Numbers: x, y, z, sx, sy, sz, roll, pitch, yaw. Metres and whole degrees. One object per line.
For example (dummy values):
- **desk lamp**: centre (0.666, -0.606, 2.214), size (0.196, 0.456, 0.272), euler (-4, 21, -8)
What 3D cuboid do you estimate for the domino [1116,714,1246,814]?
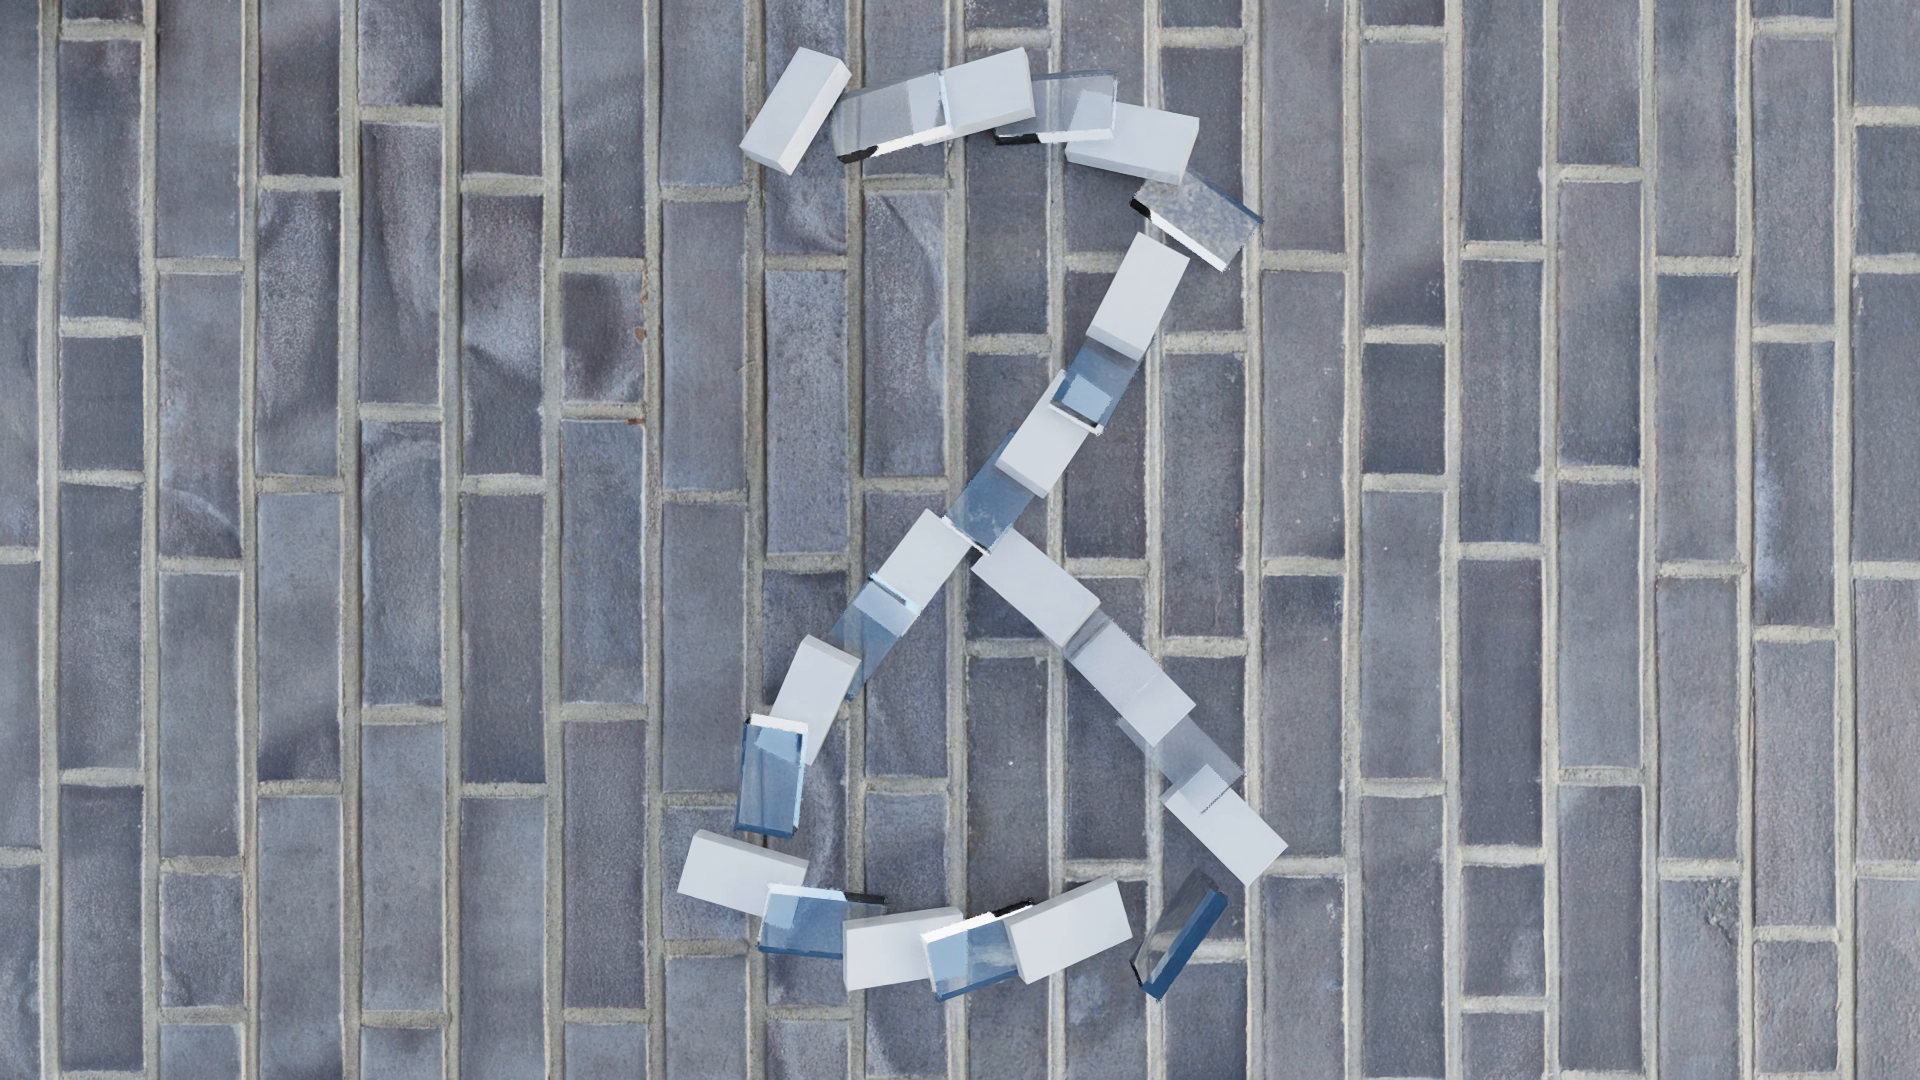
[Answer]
- **domino**: centre (0.093, 0.088, 0.389), size (0.025, 0.010, 0.050), euler (-43, 75, 0)

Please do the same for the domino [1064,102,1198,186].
- **domino**: centre (0.073, -0.170, 0.389), size (0.050, 0.010, 0.025), euler (19, 90, 15)

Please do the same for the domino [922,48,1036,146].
- **domino**: centre (0.005, -0.187, 0.388), size (0.050, 0.009, 0.025), euler (-8, 90, 17)

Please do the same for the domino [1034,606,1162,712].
- **domino**: centre (0.058, 0.045, 0.385), size (0.025, 0.009, 0.050), euler (-45, 71, 0)

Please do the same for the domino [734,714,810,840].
- **domino**: centre (-0.080, 0.100, 0.388), size (0.025, 0.010, 0.050), euler (9, 105, 4)

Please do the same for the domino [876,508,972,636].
- **domino**: centre (-0.019, 0.014, 0.395), size (0.025, 0.009, 0.050), euler (37, 90, 0)

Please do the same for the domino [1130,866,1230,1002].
- **domino**: centre (0.092, 0.166, 0.388), size (0.009, 0.025, 0.050), euler (35, 90, 0)

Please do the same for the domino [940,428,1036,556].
- **domino**: centre (0.017, -0.021, 0.388), size (0.025, 0.009, 0.050), euler (38, 74, 1)

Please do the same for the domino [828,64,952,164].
- **domino**: centre (-0.030, -0.180, 0.389), size (0.050, 0.010, 0.025), euler (-9, 90, 16)

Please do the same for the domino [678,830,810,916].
- **domino**: centre (-0.093, 0.145, 0.395), size (0.050, 0.010, 0.025), euler (16, 90, 0)

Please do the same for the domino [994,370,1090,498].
- **domino**: centre (0.039, -0.045, 0.388), size (0.025, 0.010, 0.050), euler (35, 73, 0)

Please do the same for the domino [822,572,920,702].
- **domino**: centre (-0.042, 0.041, 0.389), size (0.025, 0.009, 0.050), euler (36, 106, 0)

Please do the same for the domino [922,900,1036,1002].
- **domino**: centre (0.011, 0.174, 0.388), size (0.050, 0.010, 0.025), euler (-11, 90, -17)

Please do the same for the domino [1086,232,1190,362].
- **domino**: centre (0.075, -0.103, 0.388), size (0.025, 0.010, 0.050), euler (28, 74, 0)

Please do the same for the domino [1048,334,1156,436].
- **domino**: centre (0.060, -0.072, 0.388), size (0.025, 0.009, 0.050), euler (30, 73, 0)

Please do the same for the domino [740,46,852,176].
- **domino**: centre (-0.070, -0.183, 0.390), size (0.025, 0.010, 0.050), euler (31, 90, 28)

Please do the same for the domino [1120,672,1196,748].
- **domino**: centre (0.072, 0.060, 0.388), size (0.025, 0.010, 0.050), euler (-44, 74, 0)

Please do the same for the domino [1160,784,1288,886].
- **domino**: centre (0.113, 0.121, 0.395), size (0.050, 0.010, 0.025), euler (45, 90, 0)

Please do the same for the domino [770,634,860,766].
- **domino**: centre (-0.064, 0.068, 0.388), size (0.025, 0.009, 0.050), euler (26, 106, 2)

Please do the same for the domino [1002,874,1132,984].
- **domino**: centre (0.046, 0.165, 0.389), size (0.050, 0.010, 0.025), euler (-16, 90, -16)

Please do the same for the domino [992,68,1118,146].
- **domino**: centre (0.040, -0.183, 0.388), size (0.050, 0.010, 0.025), euler (4, 90, 17)

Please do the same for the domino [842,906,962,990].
- **domino**: centre (-0.024, 0.172, 0.388), size (0.050, 0.009, 0.025), euler (-1, 90, -17)

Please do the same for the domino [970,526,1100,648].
- **domino**: centre (0.032, 0.019, 0.387), size (0.050, 0.009, 0.025), euler (40, 88, 19)

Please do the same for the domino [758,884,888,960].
- **domino**: centre (-0.058, 0.163, 0.389), size (0.050, 0.009, 0.025), euler (12, 90, -15)

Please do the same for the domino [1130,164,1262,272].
- **domino**: centre (0.101, -0.142, 0.395), size (0.050, 0.010, 0.025), euler (36, 90, 0)
